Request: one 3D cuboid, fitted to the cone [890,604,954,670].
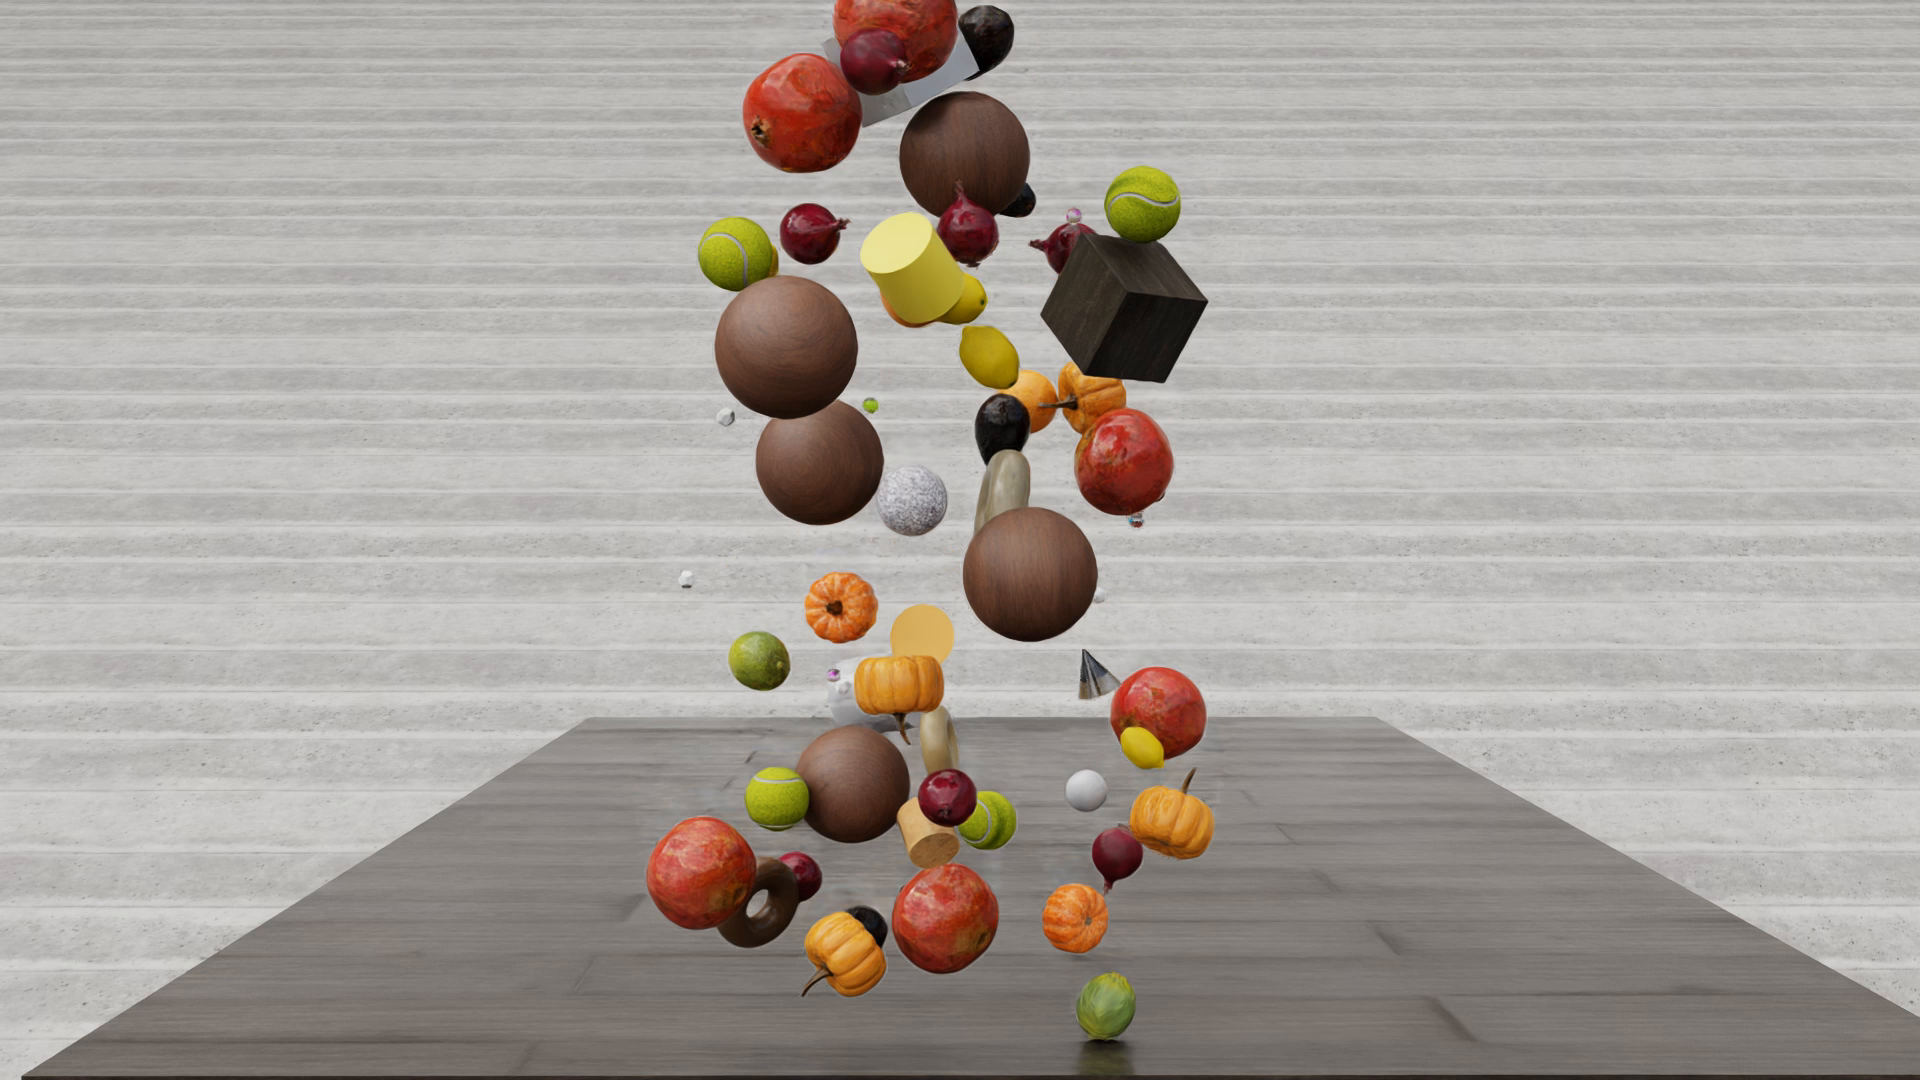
[{"bbox_3d":[-0.033,0.110,2.821,0.072,0.072,0.072,7,-6,14],"label":"cone"}]

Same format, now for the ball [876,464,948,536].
[{"bbox_3d":[-0.047,-0.039,2.550,0.072,0.072,0.072,0,27,0],"label":"ball"}]

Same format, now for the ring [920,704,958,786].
[{"bbox_3d":[-0.022,0.224,2.818,0.030,0.090,0.090,-10,25,8],"label":"ring"}]

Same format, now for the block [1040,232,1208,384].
[{"bbox_3d":[0.149,-0.212,2.356,0.093,0.093,0.093,3,39,-34],"label":"block"}]

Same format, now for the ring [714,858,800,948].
[{"bbox_3d":[-0.230,0.411,2.924,0.109,0.109,0.036,-19,30,-33],"label":"ring"}]

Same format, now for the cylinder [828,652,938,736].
[{"bbox_3d":[-0.088,0.176,2.975,0.091,0.091,0.091,-11,17,34],"label":"cylinder"}]

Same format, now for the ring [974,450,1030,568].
[{"bbox_3d":[0.042,-0.031,2.610,0.041,0.123,0.123,10,26,-6],"label":"ring"}]

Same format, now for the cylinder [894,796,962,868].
[{"bbox_3d":[-0.033,0.302,2.672,0.053,0.053,0.053,-14,61,-26],"label":"cylinder"}]

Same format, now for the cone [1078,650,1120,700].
[{"bbox_3d":[0.146,0.144,2.880,0.051,0.051,0.051,-20,14,5],"label":"cone"}]

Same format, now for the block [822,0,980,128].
[{"bbox_3d":[-0.058,-0.472,2.521,0.092,0.092,0.092,-35,14,-31],"label":"block"}]

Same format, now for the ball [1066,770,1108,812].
[{"bbox_3d":[0.152,0.302,3.106,0.051,0.051,0.051,0,27,0],"label":"ball"}]

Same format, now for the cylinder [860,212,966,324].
[{"bbox_3d":[-0.043,-0.252,2.388,0.073,0.073,0.073,-16,49,19],"label":"cylinder"}]

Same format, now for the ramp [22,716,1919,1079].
[{"bbox_3d":[0.060,0.543,4.579,2.000,0.100,4.000,0,1,0],"label":"ramp"}]
